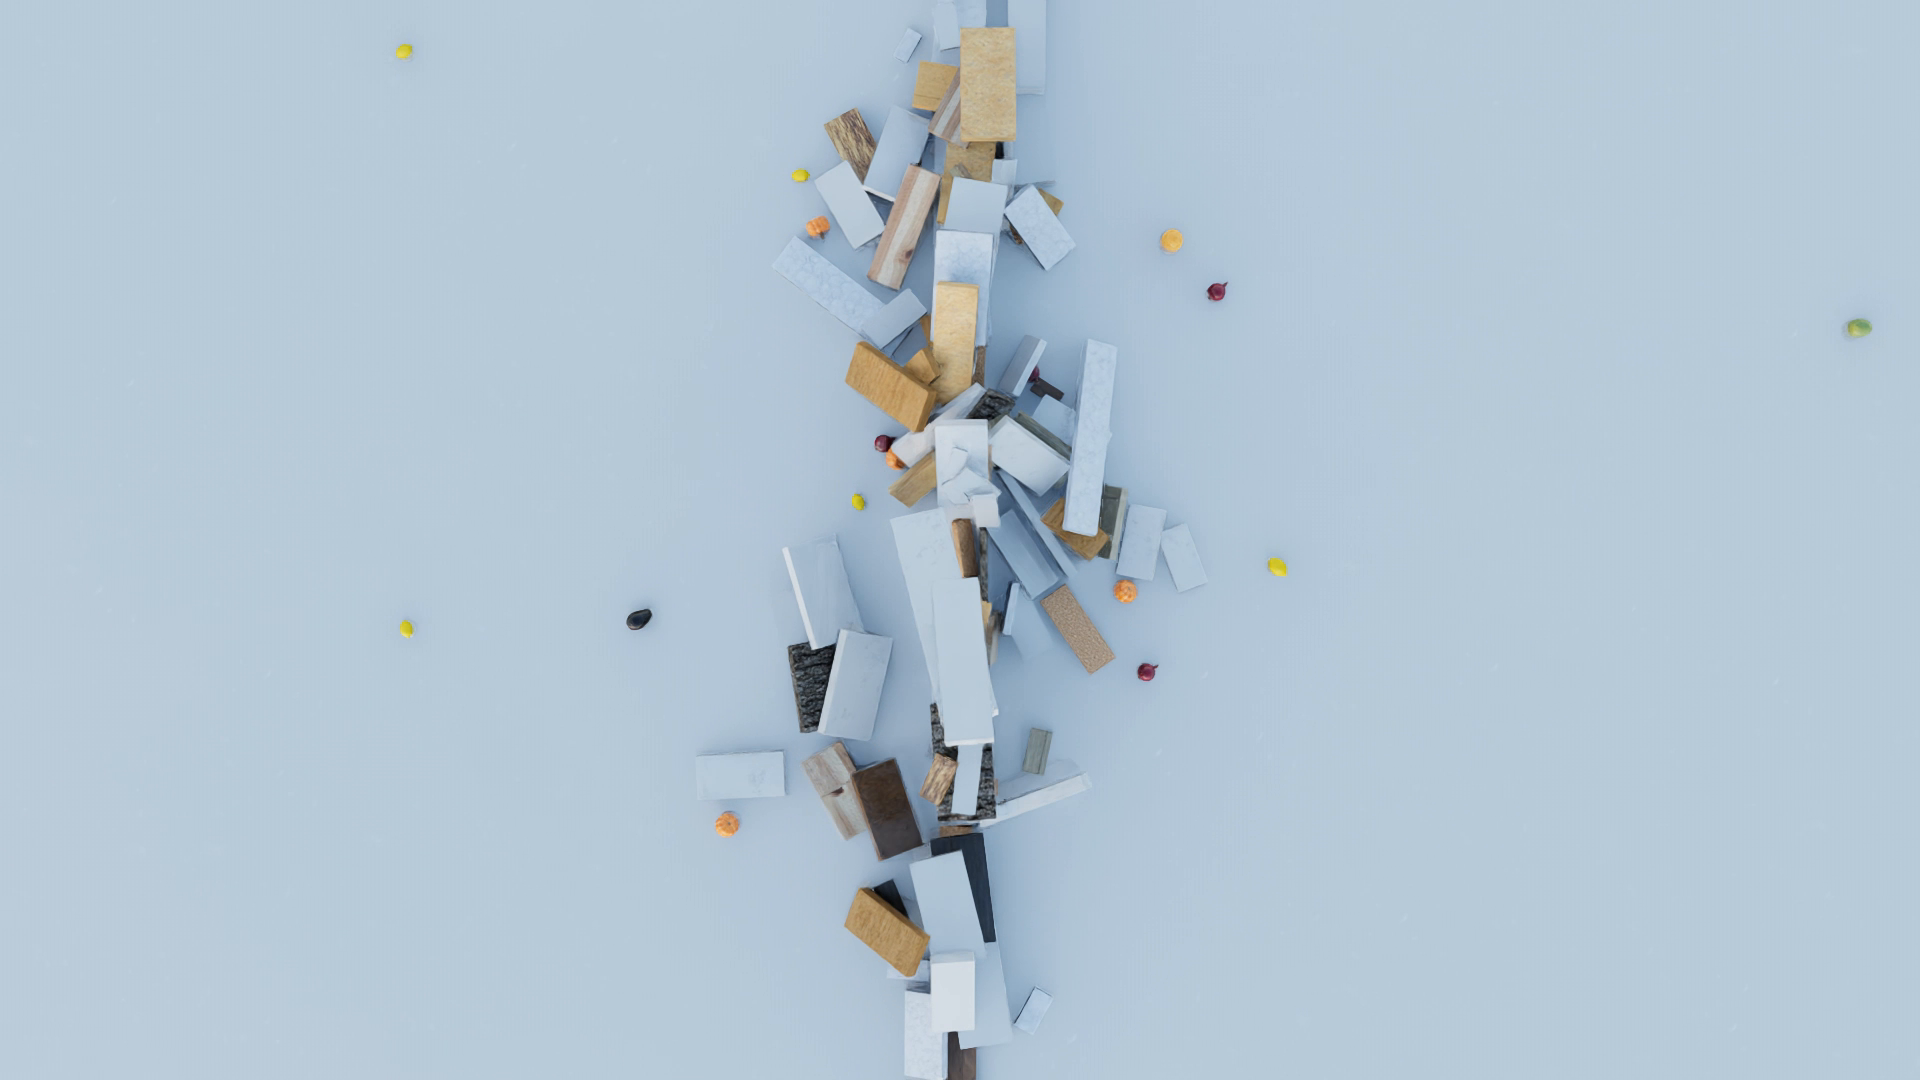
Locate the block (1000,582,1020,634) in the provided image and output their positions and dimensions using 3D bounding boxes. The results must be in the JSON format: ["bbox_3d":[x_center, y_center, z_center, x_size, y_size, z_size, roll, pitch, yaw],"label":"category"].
[{"bbox_3d":[0.162,0.223,5.424,0.024,0.085,0.170,11,90,-7],"label":"block"}]

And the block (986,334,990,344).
[{"bbox_3d":[0.063,-0.695,5.421,0.052,0.015,0.104,-9,113,9],"label":"block"}]

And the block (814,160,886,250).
[{"bbox_3d":[-0.359,-1.109,5.458,0.130,0.037,0.260,-30,95,12],"label":"block"}]

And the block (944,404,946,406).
[{"bbox_3d":[-0.004,-0.389,5.398,0.098,0.028,0.196,5,101,0],"label":"block"}]

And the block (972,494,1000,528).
[{"bbox_3d":[0.083,-0.092,5.236,0.073,0.146,0.021,-3,54,5],"label":"block"}]

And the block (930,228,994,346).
[{"bbox_3d":[0.006,-0.802,5.229,0.176,0.050,0.353,6,109,5],"label":"block"}]

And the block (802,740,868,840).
[{"bbox_3d":[-0.388,0.832,5.479,0.149,0.042,0.297,-30,90,0],"label":"block"}]

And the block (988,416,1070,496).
[{"bbox_3d":[0.207,-0.272,5.341,0.284,0.040,0.142,34,115,-28],"label":"block"}]

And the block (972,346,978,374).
[{"bbox_3d":[-0.001,-0.680,5.331,0.136,0.039,0.272,9,93,3],"label":"block"}]

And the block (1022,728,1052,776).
[{"bbox_3d":[0.258,0.705,5.490,0.073,0.021,0.146,12,90,0],"label":"block"}]

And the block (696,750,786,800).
[{"bbox_3d":[-0.728,0.782,5.479,0.290,0.041,0.145,-3,90,0],"label":"block"}]

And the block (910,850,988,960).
[{"bbox_3d":[-0.038,1.198,5.346,0.175,0.050,0.350,-14,85,0],"label":"block"}]

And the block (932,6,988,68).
[{"bbox_3d":[-0.011,-1.586,5.431,0.162,0.046,0.325,7,90,0],"label":"block"}]

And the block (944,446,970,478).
[{"bbox_3d":[-0.012,-0.243,5.186,0.049,0.014,0.098,18,117,-8],"label":"block"}]

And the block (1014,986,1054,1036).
[{"bbox_3d":[0.246,1.567,5.490,0.071,0.020,0.141,29,90,0],"label":"block"}]

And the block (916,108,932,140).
[{"bbox_3d":[-0.119,-1.385,5.493,0.053,0.015,0.105,-2,90,0],"label":"block"}]

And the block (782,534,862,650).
[{"bbox_3d":[-0.452,0.170,5.437,0.173,0.049,0.347,-16,90,-29],"label":"block"}]

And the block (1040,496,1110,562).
[{"bbox_3d":[0.376,-0.035,5.381,0.209,0.030,0.104,41,67,1],"label":"block"}]

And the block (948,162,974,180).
[{"bbox_3d":[0.013,-1.171,5.355,0.052,0.015,0.103,-36,90,3],"label":"block"}]

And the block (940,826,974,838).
[{"bbox_3d":[-0.009,1.057,5.454,0.109,0.031,0.218,-2,90,0],"label":"block"}]

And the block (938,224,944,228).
[{"bbox_3d":[0.011,-1.050,5.432,0.158,0.045,0.316,5,90,0],"label":"block"}]

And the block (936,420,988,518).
[{"bbox_3d":[0.009,-0.223,5.231,0.162,0.046,0.325,0,118,2],"label":"block"}]

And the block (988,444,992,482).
[{"bbox_3d":[0.017,-0.180,5.365,0.162,0.325,0.046,3,47,0],"label":"block"}]

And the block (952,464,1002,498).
[{"bbox_3d":[0.052,-0.168,5.213,0.146,0.021,0.073,36,109,-23],"label":"block"}]

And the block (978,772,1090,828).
[{"bbox_3d":[0.242,0.849,5.385,0.360,0.180,0.051,-21,82,7],"label":"block"}]

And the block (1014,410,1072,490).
[{"bbox_3d":[0.262,-0.297,5.426,0.259,0.037,0.130,37,112,-1],"label":"block"}]

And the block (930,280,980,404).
[{"bbox_3d":[-0.018,-0.622,5.245,0.130,0.037,0.406,6,122,4],"label":"block"}]

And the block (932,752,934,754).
[{"bbox_3d":[0.001,0.652,5.324,0.175,0.350,0.050,-1,86,0],"label":"block"}]

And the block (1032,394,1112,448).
[{"bbox_3d":[0.360,-0.360,5.451,0.259,0.037,0.130,31,86,1],"label":"block"}]

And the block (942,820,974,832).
[{"bbox_3d":[-0.011,1.030,5.485,0.109,0.031,0.218,3,90,0],"label":"block"}]

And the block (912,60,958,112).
[{"bbox_3d":[0.000,-1.465,5.387,0.291,0.041,0.145,10,90,0],"label":"block"}]

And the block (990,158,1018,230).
[{"bbox_3d":[0.136,-1.133,5.410,0.032,0.113,0.227,15,109,24],"label":"block"}]

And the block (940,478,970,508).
[{"bbox_3d":[-0.014,-0.148,5.237,0.049,0.014,0.098,-29,113,16],"label":"block"}]

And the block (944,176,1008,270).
[{"bbox_3d":[0.036,-0.976,5.300,0.176,0.050,0.353,10,83,3],"label":"block"}]

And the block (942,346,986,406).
[{"bbox_3d":[0.012,-0.521,5.428,0.136,0.039,0.272,2,114,0],"label":"block"}]

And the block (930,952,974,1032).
[{"bbox_3d":[-0.024,1.464,5.327,0.140,0.040,0.280,-2,115,-6],"label":"block"}]

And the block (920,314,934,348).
[{"bbox_3d":[-0.095,-0.697,5.493,0.052,0.015,0.103,-18,90,0],"label":"block"}]

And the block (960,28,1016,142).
[{"bbox_3d":[0.090,-1.463,5.301,0.176,0.050,0.353,0,90,0],"label":"block"}]

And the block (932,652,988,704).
[{"bbox_3d":[0.001,0.527,5.123,0.175,0.050,0.350,-2,90,0],"label":"block"}]

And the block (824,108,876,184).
[{"bbox_3d":[-0.339,-1.297,5.482,0.124,0.035,0.248,-29,90,0],"label":"block"}]

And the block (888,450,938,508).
[{"bbox_3d":[-0.129,-0.201,5.430,0.203,0.029,0.102,-40,132,16],"label":"block"}]

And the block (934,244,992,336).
[{"bbox_3d":[0.011,-0.819,5.412,0.158,0.045,0.316,-6,115,0],"label":"block"}]

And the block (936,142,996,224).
[{"bbox_3d":[0.025,-1.184,5.387,0.158,0.045,0.316,8,90,0],"label":"block"}]

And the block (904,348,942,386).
[{"bbox_3d":[-0.136,-0.530,5.323,0.029,0.202,0.101,-21,80,-35],"label":"block"}]

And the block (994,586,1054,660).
[{"bbox_3d":[0.213,0.275,5.484,0.113,0.032,0.227,-26,90,0],"label":"block"}]

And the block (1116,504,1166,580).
[{"bbox_3d":[0.602,0.008,5.466,0.119,0.034,0.239,11,90,17],"label":"block"}]

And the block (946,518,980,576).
[{"bbox_3d":[0.006,-0.028,5.396,0.162,0.046,0.325,3,121,0],"label":"block"}]
